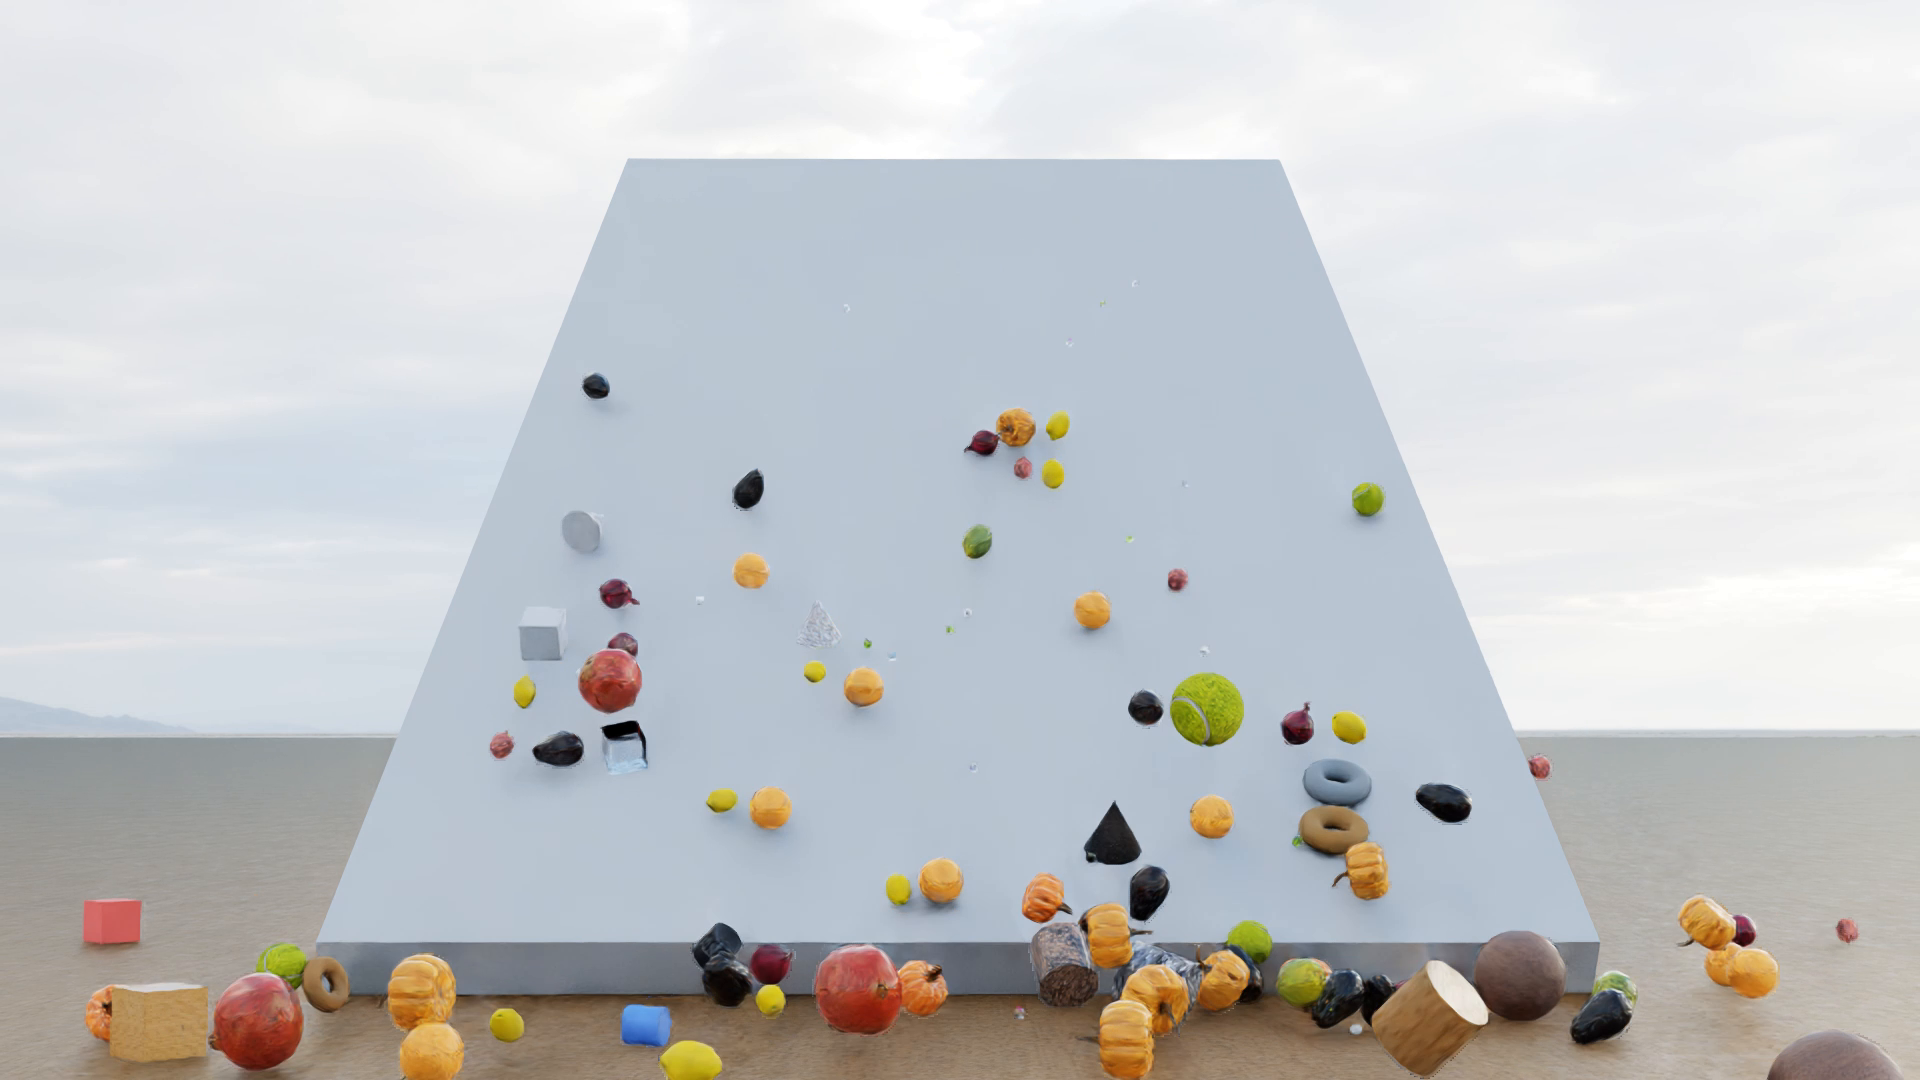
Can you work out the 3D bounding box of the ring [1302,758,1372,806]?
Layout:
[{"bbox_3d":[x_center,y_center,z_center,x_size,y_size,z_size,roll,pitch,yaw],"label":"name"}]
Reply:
[{"bbox_3d":[0.648,0.416,4.063,0.118,0.039,0.118,1,27,-1],"label":"ring"}]

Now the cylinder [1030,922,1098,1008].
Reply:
[{"bbox_3d":[0.157,0.637,3.553,0.090,0.090,0.090,1,35,-9],"label":"cylinder"}]

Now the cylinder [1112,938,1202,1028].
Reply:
[{"bbox_3d":[0.275,0.617,3.297,0.092,0.092,0.092,29,4,18],"label":"cylinder"}]

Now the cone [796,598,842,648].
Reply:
[{"bbox_3d":[-0.272,0.149,4.534,0.088,0.088,0.088,0,27,0],"label":"cone"}]

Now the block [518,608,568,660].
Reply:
[{"bbox_3d":[-0.790,0.178,4.489,0.074,0.074,0.074,1,27,2],"label":"block"}]

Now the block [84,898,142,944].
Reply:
[{"bbox_3d":[-1.672,0.751,4.667,0.080,0.080,0.080,5,-6,-44],"label":"block"}]

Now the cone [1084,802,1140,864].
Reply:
[{"bbox_3d":[0.253,0.469,3.893,0.094,0.094,0.094,0,27,0],"label":"cone"}]

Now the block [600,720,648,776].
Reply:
[{"bbox_3d":[-0.587,0.363,4.133,0.064,0.064,0.064,-10,28,-19],"label":"block"}]

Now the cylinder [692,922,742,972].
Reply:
[{"bbox_3d":[-0.371,0.621,3.610,0.053,0.053,0.053,-46,-28,24],"label":"cylinder"}]

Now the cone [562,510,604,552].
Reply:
[{"bbox_3d":[-0.759,-0.034,4.893,0.093,0.093,0.093,-2,21,25],"label":"cone"}]

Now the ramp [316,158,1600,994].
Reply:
[{"bbox_3d":[-0.010,-0.227,5.493,2.000,0.100,4.000,0,27,0],"label":"ramp"}]

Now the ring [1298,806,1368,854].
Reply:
[{"bbox_3d":[0.621,0.482,3.932,0.117,0.039,0.117,1,27,-1],"label":"ring"}]

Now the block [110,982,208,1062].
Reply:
[{"bbox_3d":[-1.023,0.615,3.022,0.087,0.087,0.087,-4,-6,44],"label":"block"}]

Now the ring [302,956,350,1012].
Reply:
[{"bbox_3d":[-0.878,0.615,3.276,0.027,0.080,0.080,-24,-15,23],"label":"ring"}]

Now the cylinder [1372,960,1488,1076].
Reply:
[{"bbox_3d":[0.543,0.552,2.734,0.094,0.094,0.094,-49,-29,22],"label":"cylinder"}]
